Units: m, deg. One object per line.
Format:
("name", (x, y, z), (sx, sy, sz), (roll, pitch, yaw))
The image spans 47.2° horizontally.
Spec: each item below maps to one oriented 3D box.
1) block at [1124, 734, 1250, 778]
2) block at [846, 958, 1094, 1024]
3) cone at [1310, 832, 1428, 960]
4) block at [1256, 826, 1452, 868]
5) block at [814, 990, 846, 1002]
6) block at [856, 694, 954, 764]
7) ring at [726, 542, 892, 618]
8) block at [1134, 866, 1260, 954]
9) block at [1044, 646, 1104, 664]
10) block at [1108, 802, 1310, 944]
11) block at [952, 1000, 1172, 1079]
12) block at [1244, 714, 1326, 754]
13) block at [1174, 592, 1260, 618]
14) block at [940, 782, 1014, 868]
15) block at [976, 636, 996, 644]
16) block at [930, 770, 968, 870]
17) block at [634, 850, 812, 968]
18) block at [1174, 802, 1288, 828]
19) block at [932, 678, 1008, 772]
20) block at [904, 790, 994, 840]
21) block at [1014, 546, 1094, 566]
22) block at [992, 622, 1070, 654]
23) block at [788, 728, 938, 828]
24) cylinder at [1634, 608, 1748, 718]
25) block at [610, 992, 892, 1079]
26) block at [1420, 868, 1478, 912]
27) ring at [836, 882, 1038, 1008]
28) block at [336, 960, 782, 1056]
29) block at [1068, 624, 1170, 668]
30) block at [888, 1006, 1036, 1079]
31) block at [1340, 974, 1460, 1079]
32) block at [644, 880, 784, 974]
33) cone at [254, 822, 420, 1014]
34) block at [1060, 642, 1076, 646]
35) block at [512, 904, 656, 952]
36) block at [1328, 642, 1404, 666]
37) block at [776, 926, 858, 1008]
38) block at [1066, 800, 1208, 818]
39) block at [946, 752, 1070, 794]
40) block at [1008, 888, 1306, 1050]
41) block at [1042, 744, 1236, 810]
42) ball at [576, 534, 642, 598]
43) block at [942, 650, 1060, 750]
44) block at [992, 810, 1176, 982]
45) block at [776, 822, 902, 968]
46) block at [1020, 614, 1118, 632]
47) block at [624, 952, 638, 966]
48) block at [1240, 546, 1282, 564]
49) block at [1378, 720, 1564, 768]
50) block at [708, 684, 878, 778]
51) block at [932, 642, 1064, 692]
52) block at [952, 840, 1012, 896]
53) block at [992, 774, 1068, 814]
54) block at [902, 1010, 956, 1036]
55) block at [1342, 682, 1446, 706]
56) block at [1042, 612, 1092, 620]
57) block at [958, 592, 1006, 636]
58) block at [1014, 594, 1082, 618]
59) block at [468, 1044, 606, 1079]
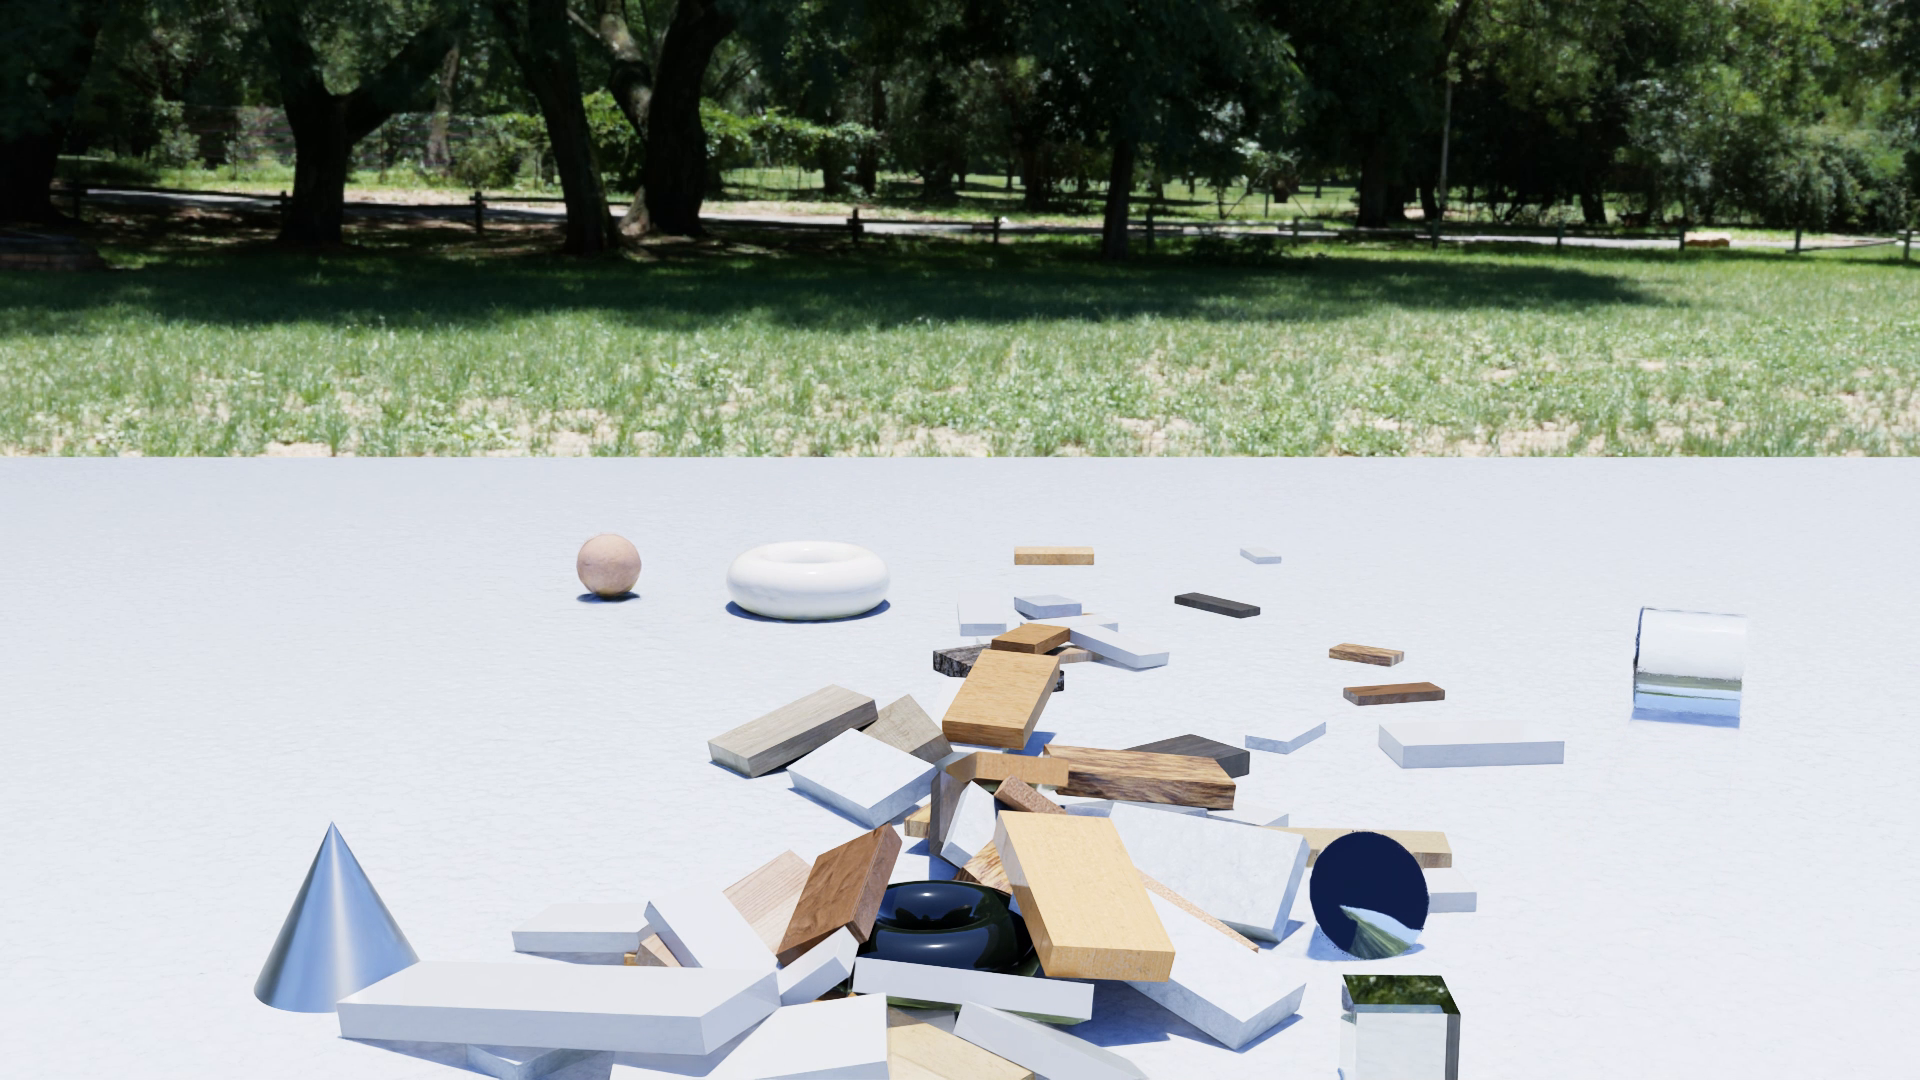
("block", (0.391, 0.447, 4.308), (0.333, 0.047, 0.166), (-8, 13, -38))
("block", (0.011, 0.626, 3.047), (0.325, 0.046, 0.162), (7, -16, -4))
("cone", (0.611, 0.577, 3.494), (0.198, 0.198, 0.198), (-3, -16, -15))
("block", (0.641, 0.539, 3.850), (0.419, 0.034, 0.119), (1, 11, 5))
("block", (-0.213, 0.679, 3.133), (0.148, 0.021, 0.074), (-9, 14, -41))
("block", (-0.126, 0.401, 4.386), (0.156, 0.044, 0.311), (-29, 16, -7))
("ring", (-0.405, 0.105, 5.886), (0.443, 0.148, 0.443), (1, 12, 0))
("block", (0.281, 0.591, 3.386), (0.168, 0.048, 0.336), (-8, 22, -36))
("block", (0.255, 0.276, 5.295), (0.160, 0.023, 0.080), (-5, 11, -23))
("block", (0.379, 0.534, 3.551), (0.336, 0.168, 0.048), (6, -32, 30))
("block", (0.159, 0.683, 2.858), (0.162, 0.046, 0.325), (25, -9, -41))
("block", (0.680, 0.405, 4.588), (0.095, 0.027, 0.191), (7, 13, 33))
("block", (0.684, 0.174, 5.853), (0.076, 0.021, 0.246), (-8, 13, -38))
("block", (0.039, 0.504, 3.749), (0.113, 0.032, 0.226), (35, 22, -4))
("block", (0.087, 0.260, 5.394), (0.070, 0.020, 0.140), (-2, 11, -11))
("block", (0.001, 0.492, 3.802), (0.107, 0.030, 0.214), (31, 23, -15))
("block", (-0.319, 0.586, 3.301), (0.136, 0.039, 0.350), (35, 33, 21))
("block", (0.496, 0.508, 4.037), (0.191, 0.027, 0.095), (8, 13, 37))
("block", (0.026, 0.377, 4.498), (0.162, 0.046, 0.324), (2, 23, 8))
("block", (-0.007, 0.492, 3.947), (0.107, 0.030, 0.214), (5, 11, 23))
("block", (0.278, 0.047, 6.505), (0.233, 0.033, 0.117), (0, 11, 1))
("block", (0.170, 0.238, 5.239), (0.111, 0.031, 0.222), (6, 11, 24))
("block", (-0.184, 0.448, 4.163), (0.156, 0.044, 0.311), (-30, 24, -25))
("cylinder", (1.597, 0.267, 4.807), (0.221, 0.221, 0.221), (4, 11, 21))
("block", (-0.270, 0.680, 2.863), (0.358, 0.051, 0.179), (-8, 17, 0))
("block", (0.719, 0.580, 3.633), (0.239, 0.034, 0.119), (-1, 11, -3))
("ring", (-0.044, 0.603, 3.293), (0.343, 0.114, 0.343), (-1, 10, 0))
("block", (-0.557, 0.636, 3.013), (0.623, 0.051, 0.179), (-5, 7, 29))
("block", (0.377, 0.255, 5.286), (0.111, 0.031, 0.237), (-3, 17, -44))
("block", (-0.071, 0.701, 2.883), (0.162, 0.046, 0.325), (-20, 21, -39))
("block", (0.580, 0.663, 2.910), (0.133, 0.133, 0.133), (0, 11, 1))
("block", (-0.346, 0.598, 3.195), (0.116, 0.033, 0.232), (-11, 45, -43))
("cone", (-0.927, 0.537, 3.271), (0.250, 0.250, 0.250), (0, 11, 0))
("block", (0.315, 0.257, 5.403), (0.151, 0.021, 0.076), (-2, 11, -12))
("block", (-0.564, 0.601, 3.410), (0.232, 0.033, 0.116), (-5, 11, 25))
("block", (0.979, 0.276, 5.297), (0.160, 0.023, 0.080), (7, 13, 34))
("block", (-0.246, 0.627, 3.017), (0.232, 0.033, 0.116), (-36, 7, 9))
("block", (0.311, 0.491, 3.853), (0.165, 0.047, 0.330), (4, -3, 21))
("block", (0.081, 0.432, 4.023), (0.165, 0.047, 0.330), (6, -11, -9))
("block", (0.284, 0.592, 3.208), (0.414, 0.048, 0.168), (27, 26, 33))
("block", (0.329, 0.438, 4.081), (0.330, 0.047, 0.165), (6, 11, -10))
("ball", (-0.957, 0.069, 5.993), (0.175, 0.175, 0.175), (0, 11, 0))
("block", (0.087, 0.323, 4.503), (0.167, 0.047, 0.333), (5, 24, 14))
("block", (0.175, 0.515, 3.208), (0.179, 0.051, 0.358), (6, 23, -15))
("block", (-0.177, 0.533, 3.286), (0.136, 0.039, 0.273), (-27, 16, 20))
("block", (0.275, 0.223, 5.559), (0.222, 0.031, 0.111), (-4, 11, -23))
("block", (-0.448, 0.622, 3.414), (0.108, 0.030, 0.215), (0, 11, 2))
("block", (0.894, 0.046, 6.538), (0.076, 0.021, 0.151), (-2, 11, -12))
("block", (1.040, 0.415, 4.484), (0.333, 0.047, 0.166), (-1, 11, -6))
("block", (-0.337, 0.385, 4.457), (0.311, 0.044, 0.156), (-23, 22, -32))
("block", (0.087, 0.302, 5.095), (0.162, 0.046, 0.324), (-6, 12, -29))
("block", (0.077, 0.550, 3.621), (0.113, 0.032, 0.226), (40, 21, 9))
("block", (0.118, 0.457, 3.795), (0.113, 0.032, 0.226), (34, -11, 3))
("block", (-0.042, 0.693, 3.058), (0.074, 0.021, 0.148), (-1, 11, -3))
("block", (0.972, 0.345, 4.928), (0.211, 0.023, 0.080), (-3, 11, -14))
("block", (0.288, 0.209, 5.667), (0.140, 0.020, 0.070), (-4, 11, -18))
("block", (0.055, 0.191, 5.729), (0.117, 0.033, 0.392), (0, 11, -1))
("block", (0.229, 0.173, 5.757), (0.117, 0.033, 0.233), (-3, 5, -14))
("block", (-0.559, 0.691, 3.039), (0.108, 0.030, 0.215), (9, 14, 40))
